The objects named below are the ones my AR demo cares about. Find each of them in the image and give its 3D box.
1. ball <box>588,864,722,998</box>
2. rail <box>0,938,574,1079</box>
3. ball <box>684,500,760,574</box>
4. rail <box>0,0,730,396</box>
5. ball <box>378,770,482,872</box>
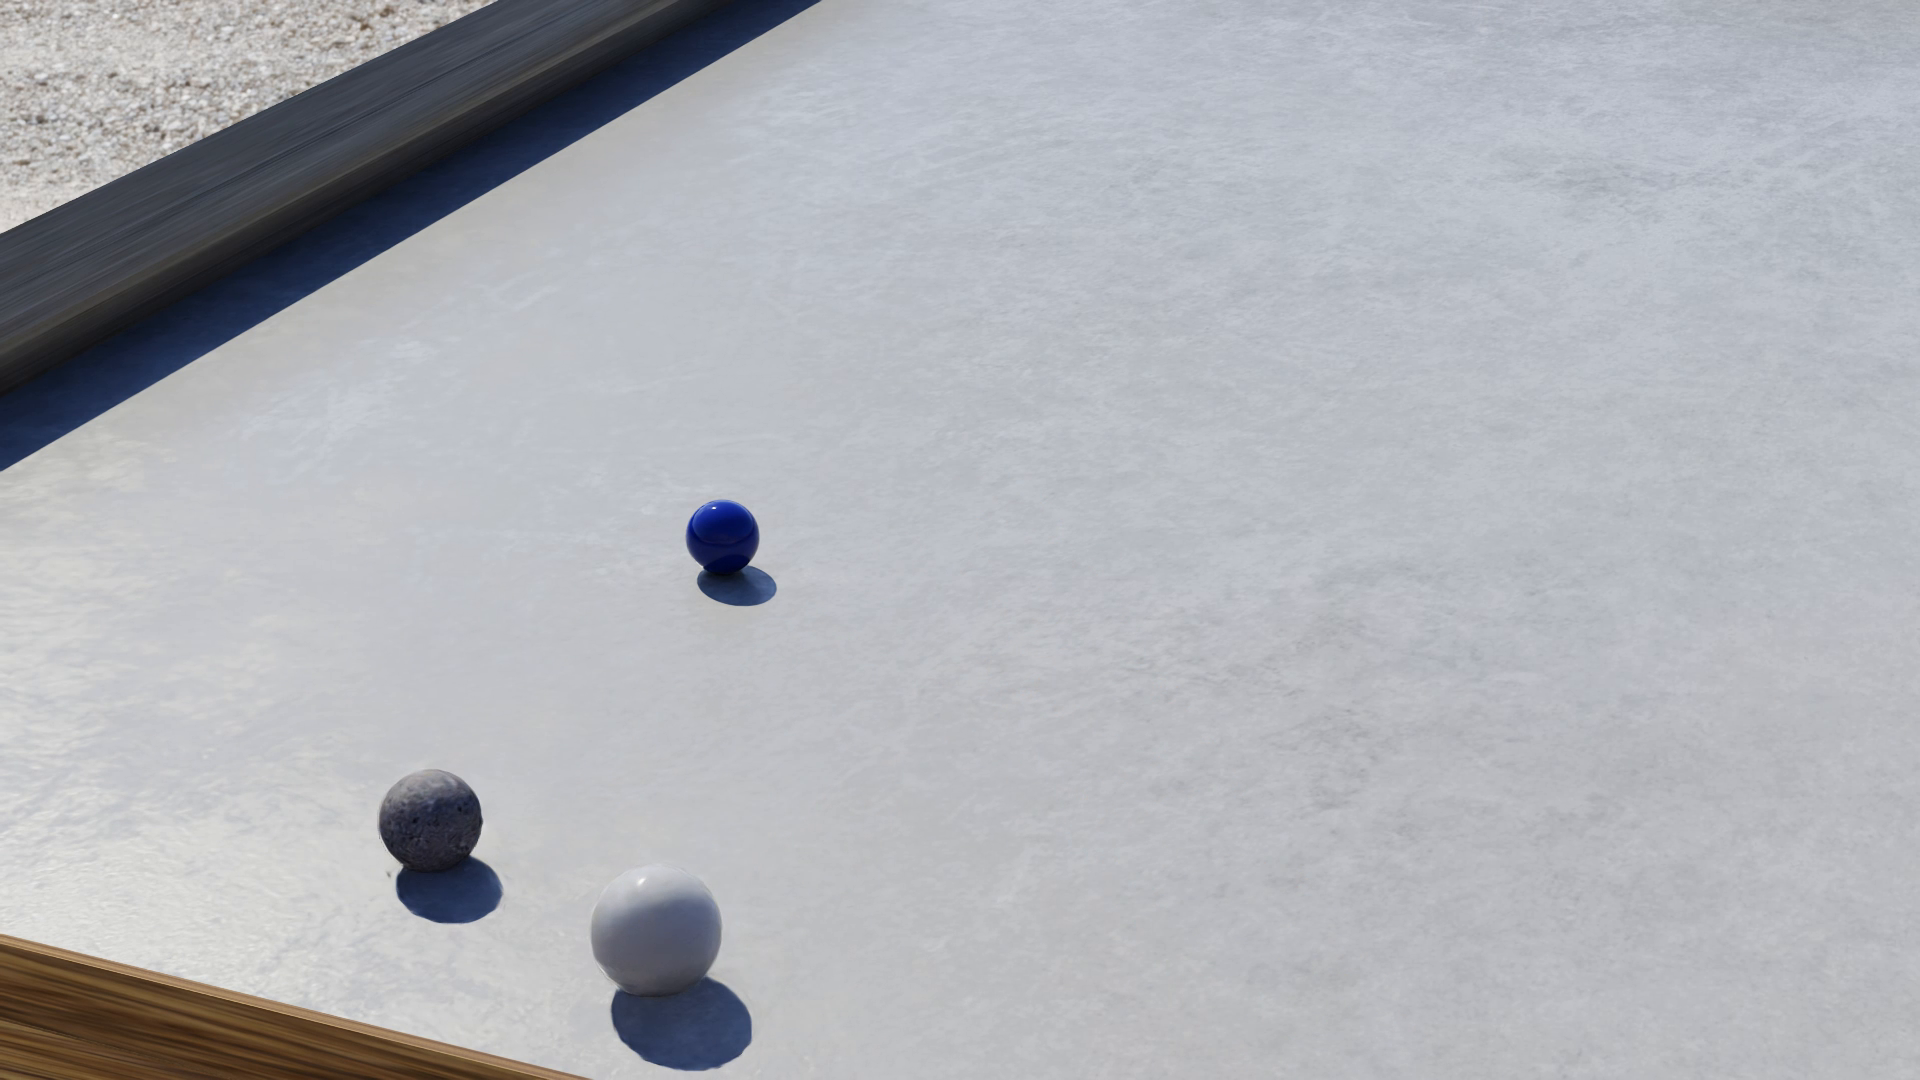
[{"bbox_3d":[-0.152,0.195,1.467,0.067,0.067,0.067,0,25,0],"label":"ball"},{"bbox_3d":[-0.260,0.248,1.289,1.573,0.119,0.045,10,27,20],"label":"rail"},{"bbox_3d":[-0.154,-0.002,1.913,0.049,0.049,0.049,0,25,0],"label":"ball"},{"bbox_3d":[-0.440,-0.427,2.742,0.045,0.119,2.887,10,27,20],"label":"rail"},{"bbox_3d":[-0.284,0.150,1.577,0.055,0.055,0.055,0,25,0],"label":"ball"}]
